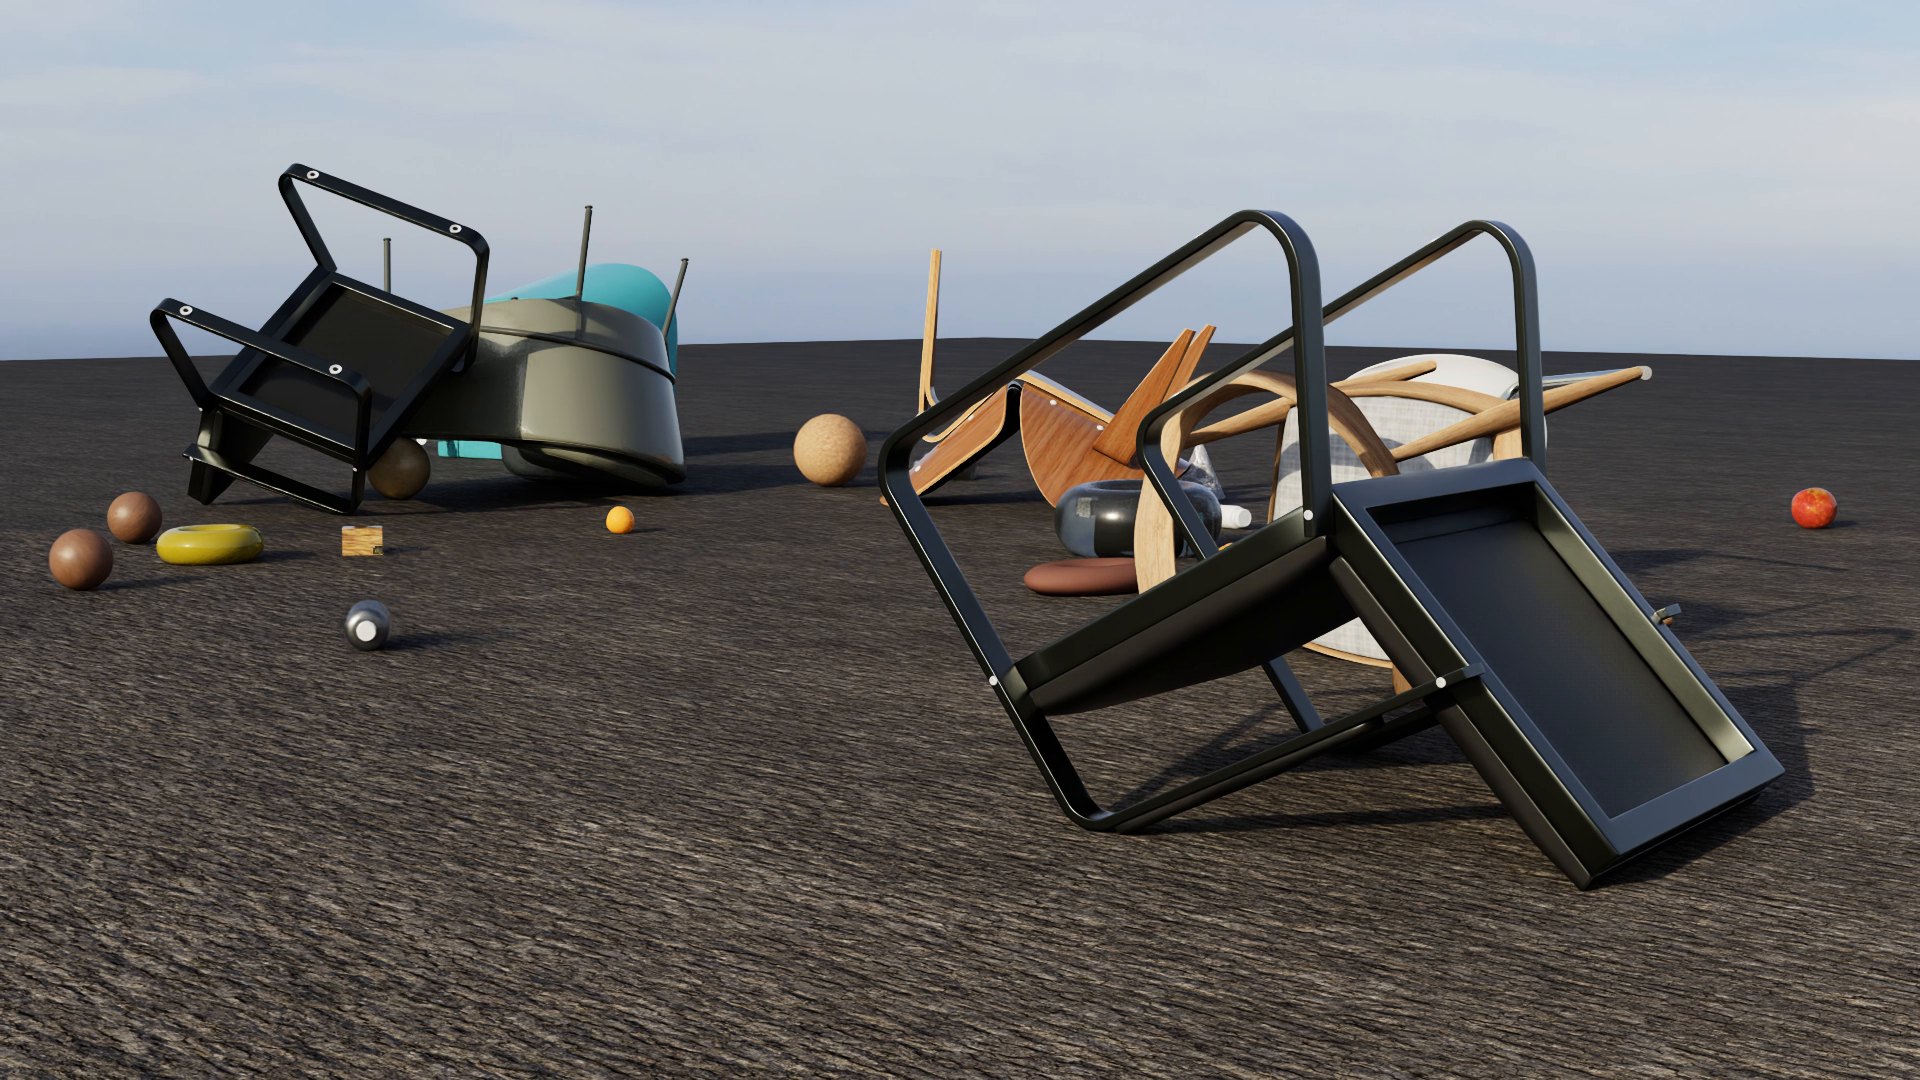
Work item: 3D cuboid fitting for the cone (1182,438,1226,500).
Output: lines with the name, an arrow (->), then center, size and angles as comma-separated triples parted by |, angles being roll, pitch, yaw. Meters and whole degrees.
cone -> 0.712, -0.217, 7.618 | 0.157, 0.185, 0.133 | -1, 6, -10

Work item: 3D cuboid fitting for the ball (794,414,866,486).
ball -> -0.406, -0.281, 8.024 | 0.228, 0.228, 0.228 | 0, 6, 0

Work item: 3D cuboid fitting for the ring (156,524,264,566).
ring -> -1.731, 0.011, 5.927 | 0.242, 0.080, 0.240 | 3, 8, 36

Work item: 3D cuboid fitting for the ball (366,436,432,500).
ball -> -1.657, -0.214, 7.571 | 0.188, 0.188, 0.188 | 0, 6, 0

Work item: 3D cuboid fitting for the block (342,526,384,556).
block -> -1.418, 0.001, 6.092 | 0.092, 0.063, 0.064 | -1, 6, -12

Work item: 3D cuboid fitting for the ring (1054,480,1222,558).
ring -> 0.424, -0.050, 6.112 | 0.402, 0.165, 0.387 | -2, 7, -10

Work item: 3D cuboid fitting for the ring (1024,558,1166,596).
ring -> 0.285, 0.076, 5.390 | 0.370, 0.059, 0.217 | -5, 7, -44

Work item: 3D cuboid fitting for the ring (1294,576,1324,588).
ring -> 0.744, 0.088, 5.460 | 0.061, 0.021, 0.068 | -3, 7, -18
